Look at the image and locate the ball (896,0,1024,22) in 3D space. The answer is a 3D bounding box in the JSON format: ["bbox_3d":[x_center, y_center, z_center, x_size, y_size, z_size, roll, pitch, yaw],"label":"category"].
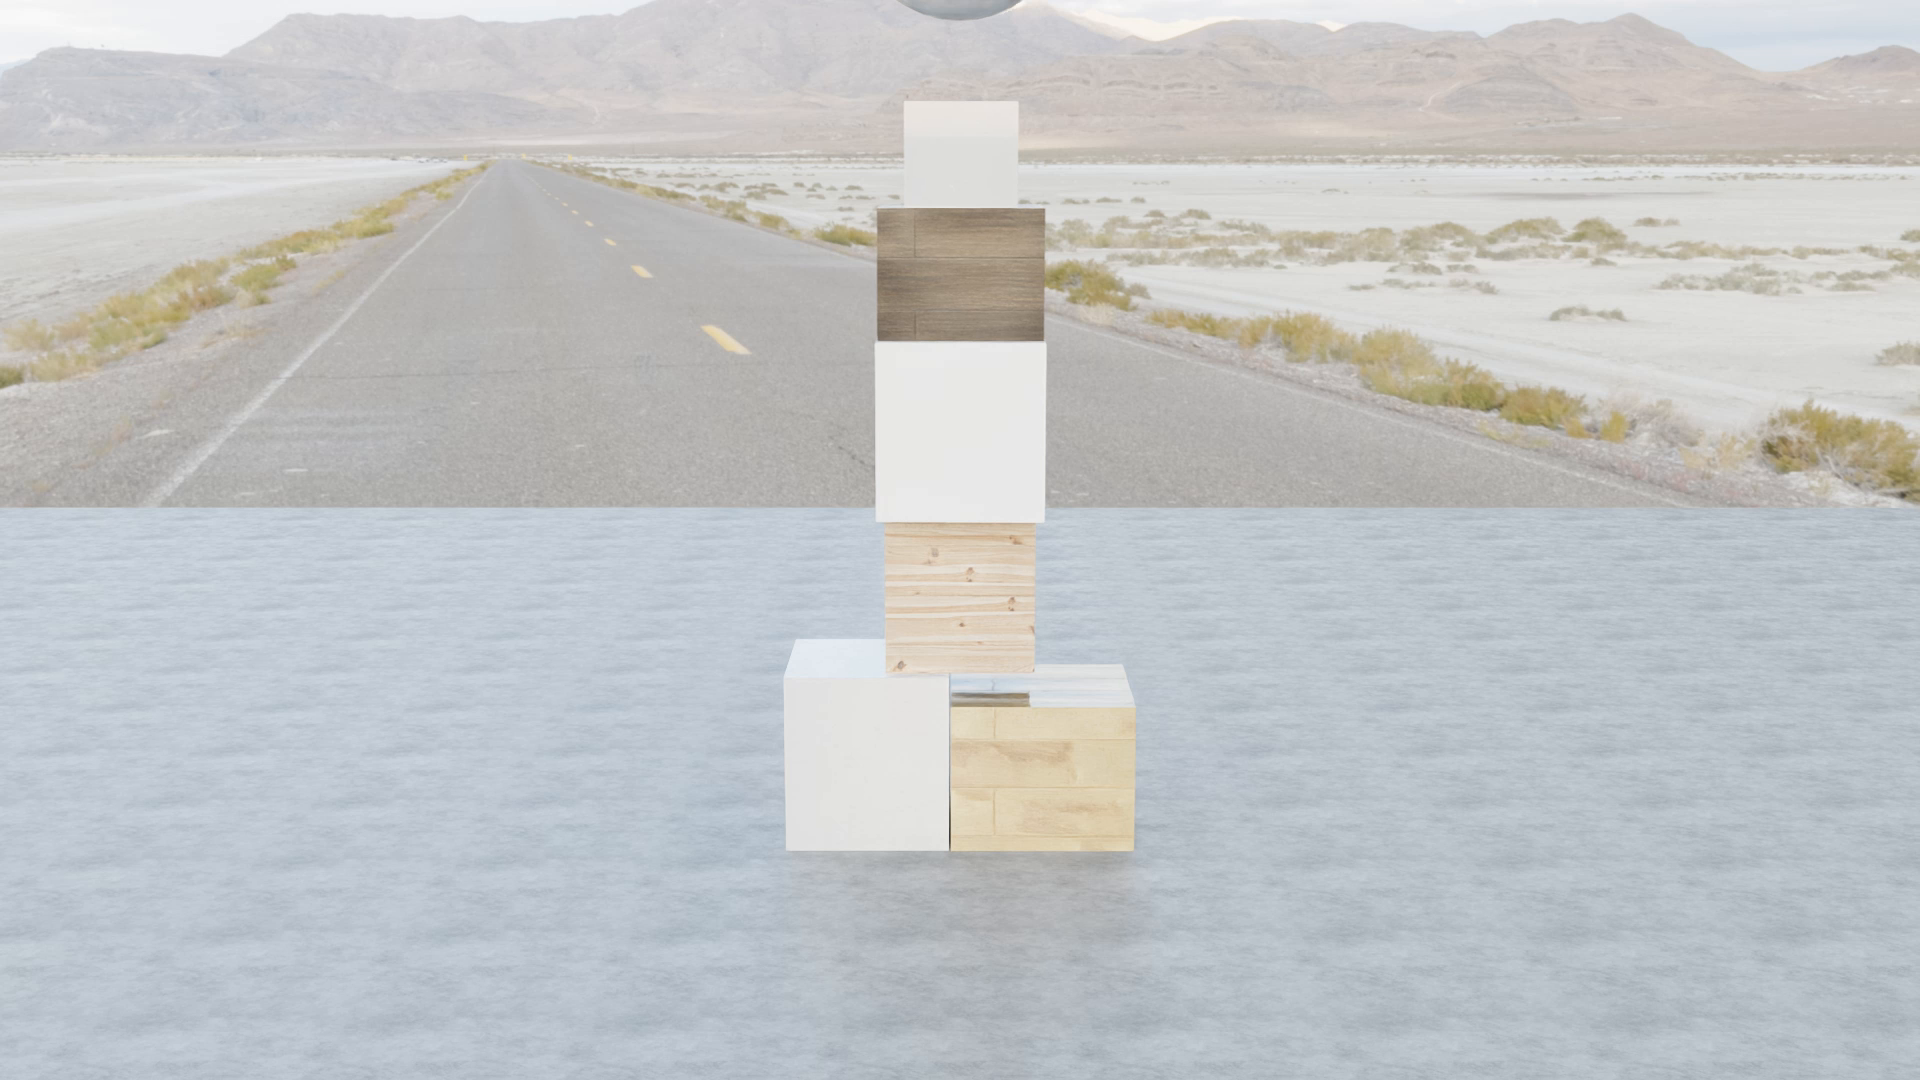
[{"bbox_3d":[0.000,-4.503,15.601,1.600,1.600,1.600,0,10,0],"label":"ball"}]

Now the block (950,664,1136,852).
[{"bbox_3d":[0.413,1.111,11.383,0.916,0.741,0.905,0,10,0],"label":"block"}]

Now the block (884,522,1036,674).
[{"bbox_3d":[0.001,0.212,11.239,0.741,0.780,0.743,0,10,0],"label":"block"}]

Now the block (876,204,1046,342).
[{"bbox_3d":[0.005,-1.337,10.920,0.807,0.636,0.693,0,10,0],"label":"block"}]

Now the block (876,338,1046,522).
[{"bbox_3d":[0.003,-0.598,11.074,0.820,0.874,0.926,0,10,0],"label":"block"}]

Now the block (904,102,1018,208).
[{"bbox_3d":[0.006,-1.901,10.838,0.548,0.504,0.531,0,10,0],"label":"block"}]

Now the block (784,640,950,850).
[{"bbox_3d":[-0.463,1.041,11.350,0.816,0.891,0.852,0,10,0],"label":"block"}]
